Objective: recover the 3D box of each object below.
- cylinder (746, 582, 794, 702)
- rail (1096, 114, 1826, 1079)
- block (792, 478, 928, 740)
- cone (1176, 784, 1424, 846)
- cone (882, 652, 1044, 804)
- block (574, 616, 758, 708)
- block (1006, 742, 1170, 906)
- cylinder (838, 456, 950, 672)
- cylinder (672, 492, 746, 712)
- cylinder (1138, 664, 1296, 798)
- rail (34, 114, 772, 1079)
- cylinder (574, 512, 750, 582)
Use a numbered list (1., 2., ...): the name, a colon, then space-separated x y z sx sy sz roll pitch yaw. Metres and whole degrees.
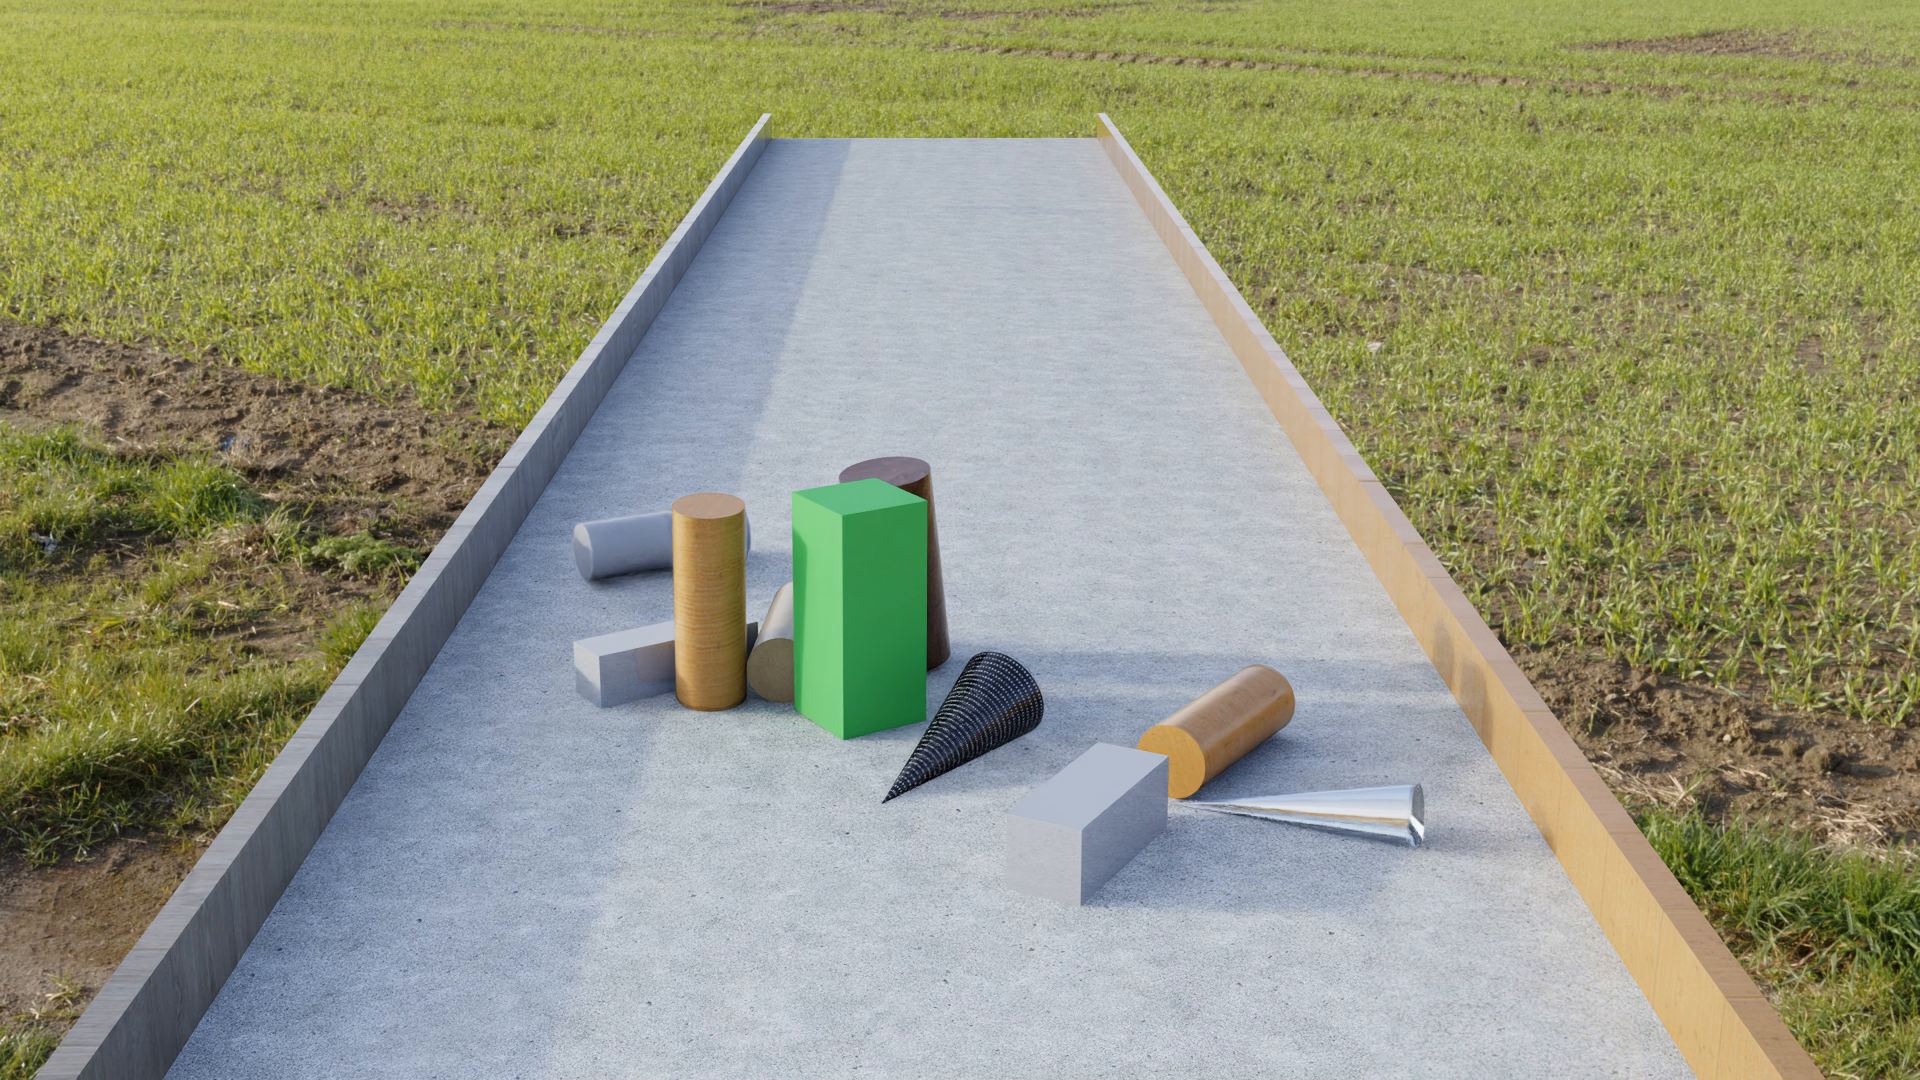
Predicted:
1. cylinder: -0.330 0.195 4.341 0.131 0.131 0.368 1 17 3
2. rail: 0.932 -0.844 7.801 0.050 0.150 12.000 0 17 -1
3. block: -0.185 0.124 4.056 0.179 0.427 0.179 -11 20 -32
4. cone: 0.548 0.446 3.639 0.421 0.102 0.102 0 15 24
5. cone: -0.028 0.363 3.858 0.173 0.173 0.384 11 33 33
6. block: -0.568 0.227 4.278 0.347 0.105 0.105 -12 20 -34
7. block: 0.207 0.447 3.500 0.128 0.128 0.333 9 19 27
8. cylinder: -0.127 0.051 4.329 0.180 0.393 0.180 -5 22 2
9. cylinder: -0.469 0.117 4.129 0.135 0.390 0.135 2 22 -1
10. cylinder: 0.455 0.333 3.877 0.131 0.131 0.361 10 19 31
11. rail: -1.118 -0.838 7.780 0.050 0.150 12.000 0 17 -1
12. cylinder: -0.675 0.002 4.992 0.378 0.130 0.130 -9 19 -28
